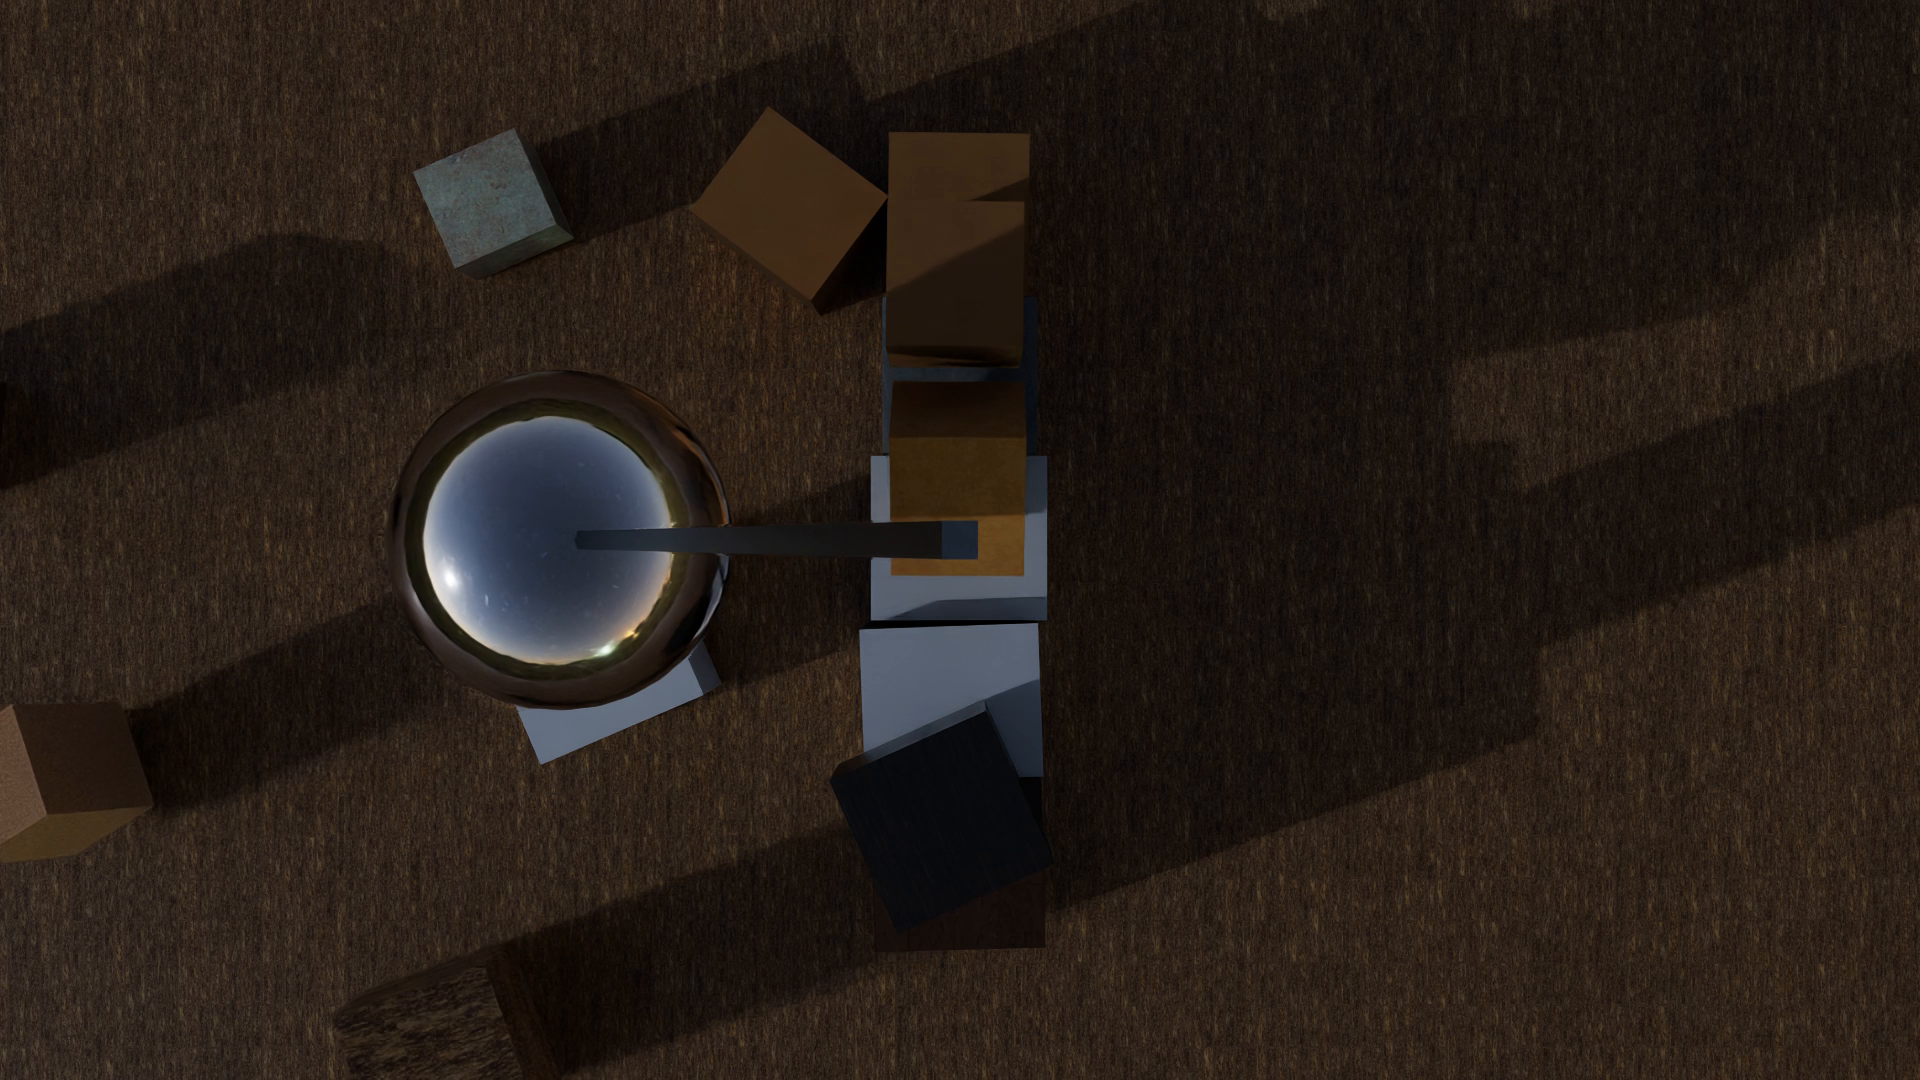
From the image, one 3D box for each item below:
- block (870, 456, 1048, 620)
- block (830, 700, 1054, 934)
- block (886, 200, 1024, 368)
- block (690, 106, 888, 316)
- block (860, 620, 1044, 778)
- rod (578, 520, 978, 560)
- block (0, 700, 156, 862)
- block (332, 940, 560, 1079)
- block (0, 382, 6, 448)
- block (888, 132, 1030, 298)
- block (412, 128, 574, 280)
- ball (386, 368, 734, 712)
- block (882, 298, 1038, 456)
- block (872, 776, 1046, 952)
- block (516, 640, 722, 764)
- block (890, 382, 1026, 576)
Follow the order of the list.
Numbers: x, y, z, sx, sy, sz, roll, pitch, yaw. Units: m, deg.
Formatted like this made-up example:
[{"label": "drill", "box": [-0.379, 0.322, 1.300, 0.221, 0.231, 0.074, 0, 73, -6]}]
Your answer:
[{"label": "block", "box": [-0.006, -0.011, 12.604, 0.979, 0.791, 0.913, 0, 90, 0]}, {"label": "block", "box": [-0.092, 1.438, 11.618, 0.876, 0.839, 0.854, -24, 90, 0]}, {"label": "block", "box": [-0.025, -1.345, 11.682, 0.707, 0.720, 0.756, 1, 86, 0]}, {"label": "block", "box": [-0.944, -1.862, 12.582, 0.833, 0.835, 0.723, 37, 90, 0]}, {"label": "block", "box": [-0.047, 0.895, 12.533, 0.981, 0.934, 0.843, -2, 90, 0]}, {"label": "rod", "box": [-0.808, 0.000, 7.067, 0.080, 5.200, 0.080, 0, 90, -18]}, {"label": "block", "box": [-5.183, 1.369, 12.450, 0.701, 0.756, 0.662, -30, 75, 22]}, {"label": "block", "box": [-2.933, 2.917, 12.626, 0.902, 0.746, 0.857, -19, 90, 0]}, {"label": "block", "box": [-6.007, -0.635, 12.630, 0.690, 0.741, 0.652, 5, 90, 0]}, {"label": "block", "box": [-0.008, -1.790, 12.535, 0.775, 0.930, 0.891, 1, 90, 0]}, {"label": "block", "box": [-2.684, -1.931, 12.707, 0.626, 0.585, 0.595, -24, 90, 0]}, {"label": "ball", "box": [-1.863, 0.000, 10.299, 1.600, 1.600, 1.600, 0, 90, 0]}, {"label": "block", "box": [-0.001, -0.904, 12.521, 0.848, 0.958, 0.853, 0, 90, 0]}, {"label": "block", "box": [-0.011, 1.783, 12.519, 0.936, 0.963, 0.923, -1, 90, 0]}, {"label": "block", "box": [-2.028, 0.642, 12.540, 0.974, 0.920, 0.875, -23, 90, 0]}, {"label": "block", "box": [-0.011, -0.332, 11.718, 0.703, 0.661, 0.820, 0, 120, 0]}]
